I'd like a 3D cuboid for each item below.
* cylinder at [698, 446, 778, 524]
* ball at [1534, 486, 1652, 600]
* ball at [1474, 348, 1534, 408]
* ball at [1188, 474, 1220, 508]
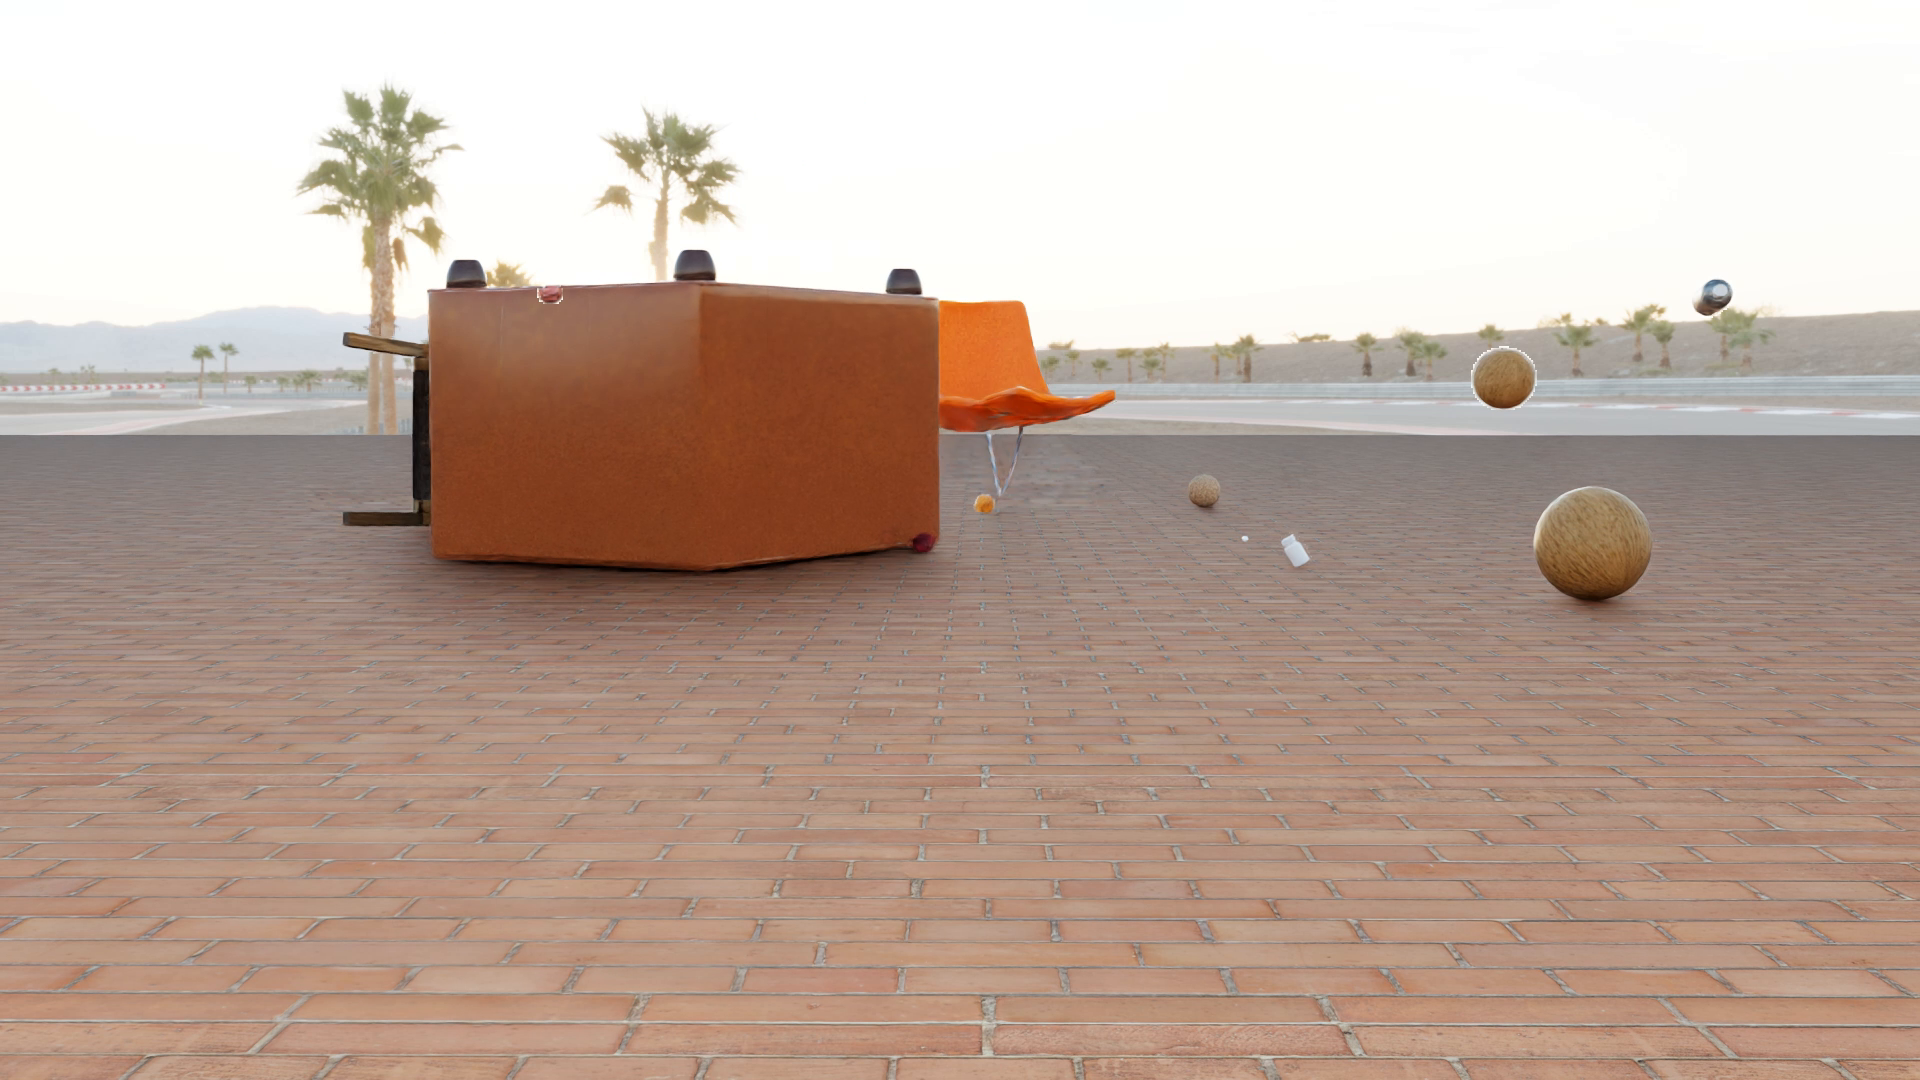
[{"bbox_3d":[-0.739,-0.183,7.309,0.235,0.220,0.160,14,-20,-15],"label":"cylinder"},{"bbox_3d":[1.341,0.008,4.661,0.242,0.242,0.242,0,4,0],"label":"ball"},{"bbox_3d":[1.364,-0.404,5.514,0.150,0.150,0.150,0,4,0],"label":"ball"},{"bbox_3d":[0.928,-0.187,8.360,0.126,0.126,0.126,0,4,0],"label":"ball"}]
